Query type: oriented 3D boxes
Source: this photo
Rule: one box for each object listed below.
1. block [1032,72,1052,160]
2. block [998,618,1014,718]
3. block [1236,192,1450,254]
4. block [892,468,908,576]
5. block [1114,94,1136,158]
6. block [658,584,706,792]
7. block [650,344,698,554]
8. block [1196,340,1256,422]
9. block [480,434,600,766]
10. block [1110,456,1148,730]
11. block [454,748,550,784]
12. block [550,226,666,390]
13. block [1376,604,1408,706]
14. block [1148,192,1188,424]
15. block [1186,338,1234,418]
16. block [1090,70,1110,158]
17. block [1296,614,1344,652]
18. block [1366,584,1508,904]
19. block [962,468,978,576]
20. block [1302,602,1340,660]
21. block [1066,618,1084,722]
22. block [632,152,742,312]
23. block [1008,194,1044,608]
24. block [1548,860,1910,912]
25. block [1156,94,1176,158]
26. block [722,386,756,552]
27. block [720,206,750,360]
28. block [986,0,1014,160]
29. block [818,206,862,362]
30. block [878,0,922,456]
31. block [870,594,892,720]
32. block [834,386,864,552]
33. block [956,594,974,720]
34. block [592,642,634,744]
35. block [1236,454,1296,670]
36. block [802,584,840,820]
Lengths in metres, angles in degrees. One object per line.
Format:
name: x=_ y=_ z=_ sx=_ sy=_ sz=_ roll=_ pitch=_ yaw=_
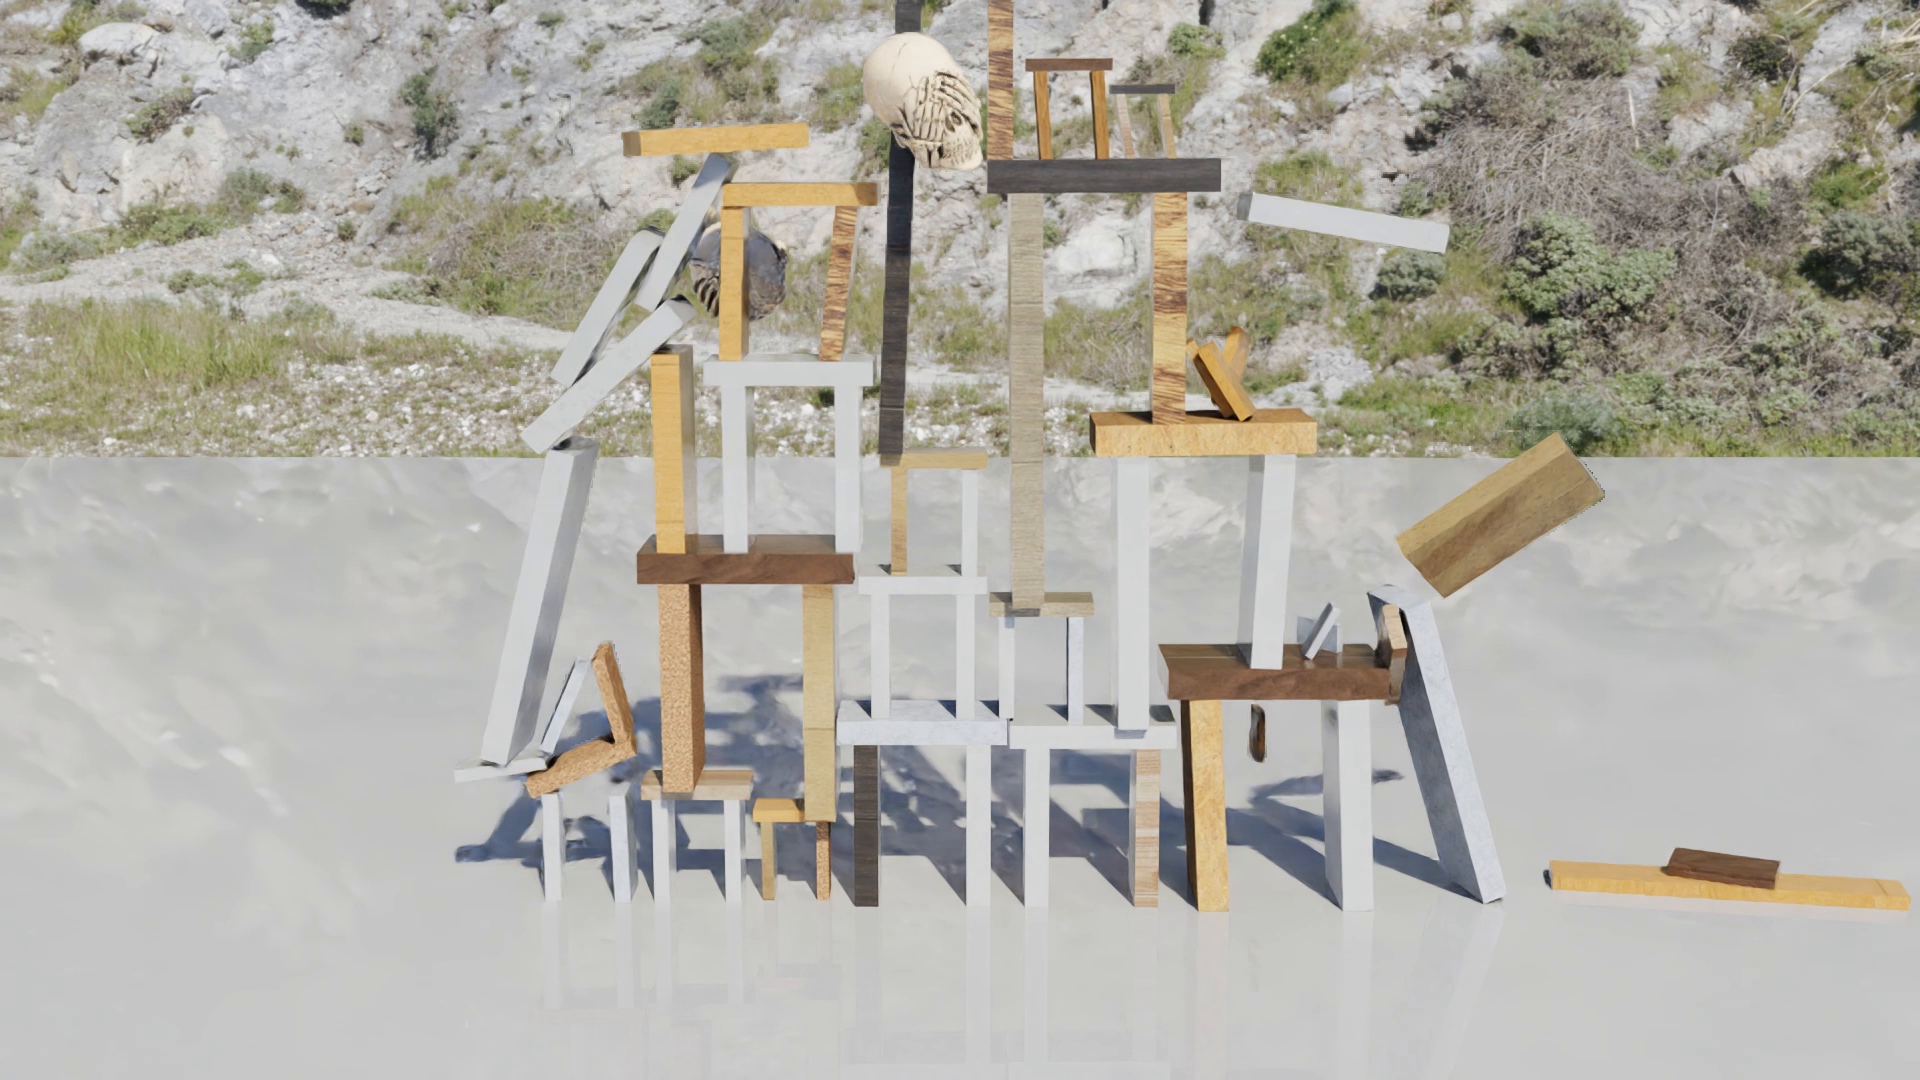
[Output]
block: x=0.129 y=-0.663 z=3.434 sx=0.019 sy=0.133 sz=0.067 roll=-4 pitch=11 yaw=1
block: x=0.076 y=0.199 z=3.596 sx=0.024 sy=0.168 sz=0.084 roll=0 pitch=11 yaw=0
block: x=0.599 y=-0.501 z=3.464 sx=0.309 sy=0.044 sz=0.154 roll=9 pitch=10 yaw=-2
block: x=-0.098 y=-0.035 z=3.554 sx=0.024 sy=0.172 sz=0.086 roll=0 pitch=9 yaw=-1
block: x=0.258 y=-0.648 z=3.442 sx=0.014 sy=0.098 sz=0.049 roll=-10 pitch=10 yaw=2
block: x=-0.455 y=0.223 z=3.604 sx=0.049 sy=0.343 sz=0.171 roll=0 pitch=11 yaw=0
block: x=-0.458 y=-0.148 z=3.531 sx=0.045 sy=0.315 sz=0.158 roll=0 pitch=11 yaw=1
block: x=0.423 y=-0.253 z=3.484 sx=0.019 sy=0.132 sz=0.066 roll=-32 pitch=1 yaw=19
block: x=-0.689 y=0.097 z=3.606 sx=0.045 sy=0.529 sz=0.157 roll=15 pitch=12 yaw=2
block: x=0.275 y=0.071 z=3.570 sx=0.049 sy=0.442 sz=0.173 roll=-1 pitch=11 yaw=0
block: x=-0.757 y=0.371 z=3.639 sx=0.148 sy=0.021 sz=0.074 roll=-9 pitch=10 yaw=-4
block: x=-0.549 y=-0.367 z=3.457 sx=0.037 sy=0.262 sz=0.131 roll=33 pitch=17 yaw=-4
block: x=0.697 y=0.187 z=3.561 sx=0.024 sy=0.169 sz=0.085 roll=-6 pitch=54 yaw=1
block: x=0.330 y=-0.374 z=3.495 sx=0.051 sy=0.358 sz=0.179 roll=0 pitch=11 yaw=3
block: x=0.398 y=-0.260 z=3.519 sx=0.019 sy=0.132 sz=0.066 roll=-30 pitch=8 yaw=8
block: x=0.218 y=-0.663 z=3.433 sx=0.019 sy=0.133 sz=0.067 roll=-4 pitch=11 yaw=1
block: x=0.598 y=0.156 z=3.658 sx=0.013 sy=0.046 sz=0.093 roll=-8 pitch=13 yaw=-36
block: x=0.788 y=0.335 z=3.633 sx=0.044 sy=0.524 sz=0.154 roll=-20 pitch=14 yaw=-9
block: x=0.016 y=-0.034 z=3.553 sx=0.024 sy=0.172 sz=0.086 roll=0 pitch=10 yaw=0
block: x=0.588 y=0.147 z=3.587 sx=0.013 sy=0.093 sz=0.046 roll=28 pitch=9 yaw=-5
block: x=0.188 y=0.202 z=3.596 sx=0.024 sy=0.174 sz=0.084 roll=0 pitch=11 yaw=0
block: x=-0.429 y=-0.487 z=3.464 sx=0.037 sy=0.262 sz=0.131 roll=29 pitch=11 yaw=-5
block: x=0.105 y=-0.228 z=3.523 sx=0.051 sy=0.651 sz=0.179 roll=-1 pitch=11 yaw=0
block: x=1.279 y=0.576 z=3.676 sx=0.564 sy=0.024 sz=0.085 roll=2 pitch=11 yaw=10
block: x=0.323 y=-0.648 z=3.442 sx=0.014 sy=0.098 sz=0.049 roll=-9 pitch=10 yaw=2
block: x=-0.355 y=-0.123 z=3.534 sx=0.038 sy=0.265 sz=0.133 roll=0 pitch=11 yaw=1
block: x=-0.357 y=-0.411 z=3.490 sx=0.034 sy=0.239 sz=0.120 roll=2 pitch=11 yaw=0
block: x=0.063 y=-0.731 z=3.427 sx=0.039 sy=0.272 sz=0.136 roll=0 pitch=10 yaw=0
block: x=-0.190 y=-0.410 z=3.485 sx=0.034 sy=0.239 sz=0.120 roll=7 pitch=11 yaw=-1
block: x=-0.096 y=-0.508 z=3.482 sx=0.039 sy=0.734 sz=0.136 roll=2 pitch=9 yaw=-2
block: x=-0.129 y=0.180 z=3.597 sx=0.029 sy=0.206 sz=0.103 roll=0 pitch=11 yaw=0
block: x=-0.178 y=-0.123 z=3.533 sx=0.038 sy=0.265 sz=0.133 roll=0 pitch=11 yaw=0
block: x=0.009 y=0.180 z=3.597 sx=0.029 sy=0.206 sz=0.103 roll=0 pitch=11 yaw=0
block: x=-0.570 y=0.251 z=3.615 sx=0.021 sy=0.149 sz=0.074 roll=-12 pitch=17 yaw=4
block: x=0.495 y=0.020 z=3.561 sx=0.049 sy=0.346 sz=0.173 roll=2 pitch=10 yaw=-1
block: x=-0.226 y=0.246 z=3.607 sx=0.049 sy=0.390 sz=0.171 roll=0 pitch=11 yaw=0
